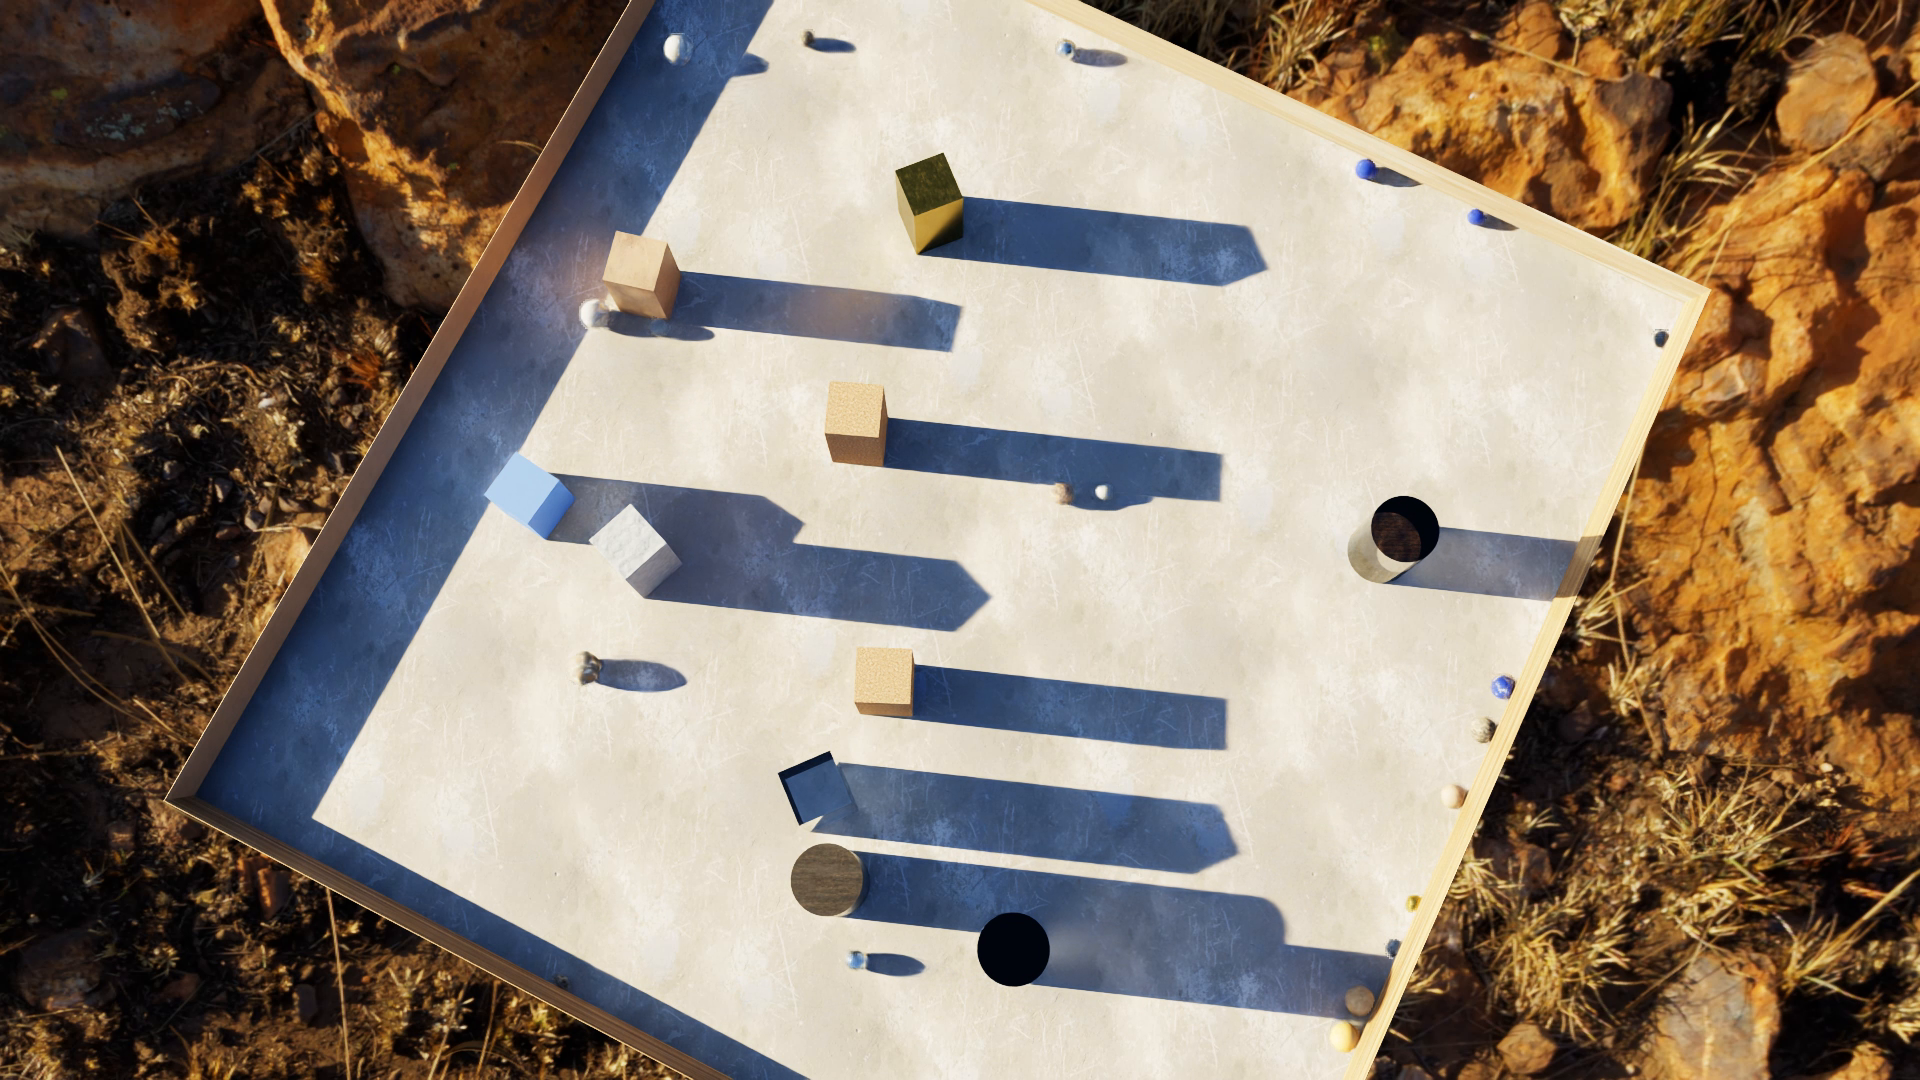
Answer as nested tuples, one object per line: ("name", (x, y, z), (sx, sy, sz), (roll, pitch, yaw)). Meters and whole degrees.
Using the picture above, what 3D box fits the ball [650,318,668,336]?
("ball", (-0.939, -0.664, 5.725), (0.057, 0.057, 0.057), (0, 78, 0))

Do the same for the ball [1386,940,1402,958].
("ball", (1.267, 1.190, 5.344), (0.051, 0.051, 0.051), (0, 78, 0))

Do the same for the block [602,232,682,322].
("block", (-0.973, -0.805, 5.631), (0.158, 0.299, 0.158), (13, 79, 3))

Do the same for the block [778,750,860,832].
("block", (-0.404, 0.727, 5.272), (0.158, 0.381, 0.158), (-23, 79, -5))

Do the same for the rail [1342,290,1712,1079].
("rail", (1.519, 0.751, 5.394), (0.045, 0.129, 3.469), (26, 80, 5))

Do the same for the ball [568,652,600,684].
("ball", (-1.126, 0.383, 5.487), (0.099, 0.099, 0.099), (0, 78, 0))

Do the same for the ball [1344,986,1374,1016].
("ball", (1.155, 1.331, 5.297), (0.085, 0.085, 0.085), (0, 78, 0))

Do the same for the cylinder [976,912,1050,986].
("cylinder", (0.145, 1.151, 5.167), (0.198, 0.414, 0.198), (0, 78, 0))

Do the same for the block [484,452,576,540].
("block", (-1.293, -0.131, 5.522), (0.158, 0.239, 0.158), (33, 80, 6))

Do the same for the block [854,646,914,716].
("block", (-0.218, 0.417, 5.368), (0.158, 0.317, 0.158), (2, 78, 0))

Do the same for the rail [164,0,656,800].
("rail", (-1.519, -0.737, 5.702), (0.045, 0.129, 3.469), (26, 80, 5))

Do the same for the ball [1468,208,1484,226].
("ball", (1.633, -1.023, 5.801), (0.053, 0.053, 0.053), (0, 78, 0))

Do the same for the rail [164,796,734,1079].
("rail", (-0.765, 1.505, 5.238), (3.445, 0.129, 0.045), (26, 80, 5))

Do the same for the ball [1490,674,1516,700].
("ball", (1.625, 0.441, 5.488), (0.073, 0.073, 0.073), (0, 78, 0))

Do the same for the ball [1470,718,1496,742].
("ball", (1.558, 0.566, 5.461), (0.076, 0.076, 0.076), (0, 78, 0))

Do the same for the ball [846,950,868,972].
("ball", (-0.298, 1.224, 5.330), (0.066, 0.066, 0.066), (0, 78, 0))

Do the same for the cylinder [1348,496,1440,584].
("cylinder", (1.284, 0.002, 5.447), (0.198, 0.331, 0.198), (0, 78, 0))

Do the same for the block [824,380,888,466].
("block", (-0.309, -0.346, 5.510), (0.158, 0.350, 0.158), (5, 78, 1))

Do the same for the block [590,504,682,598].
("block", (-0.959, 0.037, 5.446), (0.158, 0.319, 0.158), (-42, 81, -8))

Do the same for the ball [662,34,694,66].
("ball", (-0.907, -1.575, 5.893), (0.097, 0.097, 0.097), (0, 78, 0))

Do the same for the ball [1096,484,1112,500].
("ball", (0.442, -0.147, 5.621), (0.051, 0.051, 0.051), (0, 78, 0))

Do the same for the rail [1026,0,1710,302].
("rail", (0.765, -1.492, 5.859), (3.445, 0.129, 0.045), (26, 80, 5))

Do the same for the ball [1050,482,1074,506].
("ball", (0.314, -0.142, 5.610), (0.071, 0.071, 0.071), (0, 78, 0))

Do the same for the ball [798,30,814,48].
("ball", (-0.499, -1.619, 5.924), (0.055, 0.055, 0.055), (0, 78, 0))

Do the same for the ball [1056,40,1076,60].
("ball", (0.344, -1.582, 5.911), (0.066, 0.066, 0.066), (0, 78, 0))

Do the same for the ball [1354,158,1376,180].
("ball", (1.290, -1.178, 5.826), (0.067, 0.067, 0.067), (0, 78, 0))

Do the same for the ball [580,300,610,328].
("ball", (-1.137, -0.704, 5.716), (0.090, 0.090, 0.090), (0, 78, 0))

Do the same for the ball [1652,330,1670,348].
("ball", (2.190, -0.625, 5.718), (0.055, 0.055, 0.055), (0, 78, 0))

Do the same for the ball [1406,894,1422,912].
("ball", (1.333, 1.064, 5.371), (0.050, 0.050, 0.050), (0, 78, 0))

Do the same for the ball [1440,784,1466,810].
("ball", (1.460, 0.759, 5.421), (0.075, 0.075, 0.075), (0, 78, 0))

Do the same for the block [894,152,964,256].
("block", (-0.093, -1.036, 5.665), (0.158, 0.326, 0.158), (-21, 79, -4))

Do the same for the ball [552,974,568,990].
("ball", (-1.162, 1.289, 5.324), (0.050, 0.050, 0.050), (0, 78, 0))

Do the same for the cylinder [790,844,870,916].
("cylinder", (-0.364, 0.969, 5.205), (0.198, 0.413, 0.198), (0, 78, 0))

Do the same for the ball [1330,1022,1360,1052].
("ball", (1.109, 1.431, 5.279), (0.082, 0.082, 0.082), (0, 78, 0))
